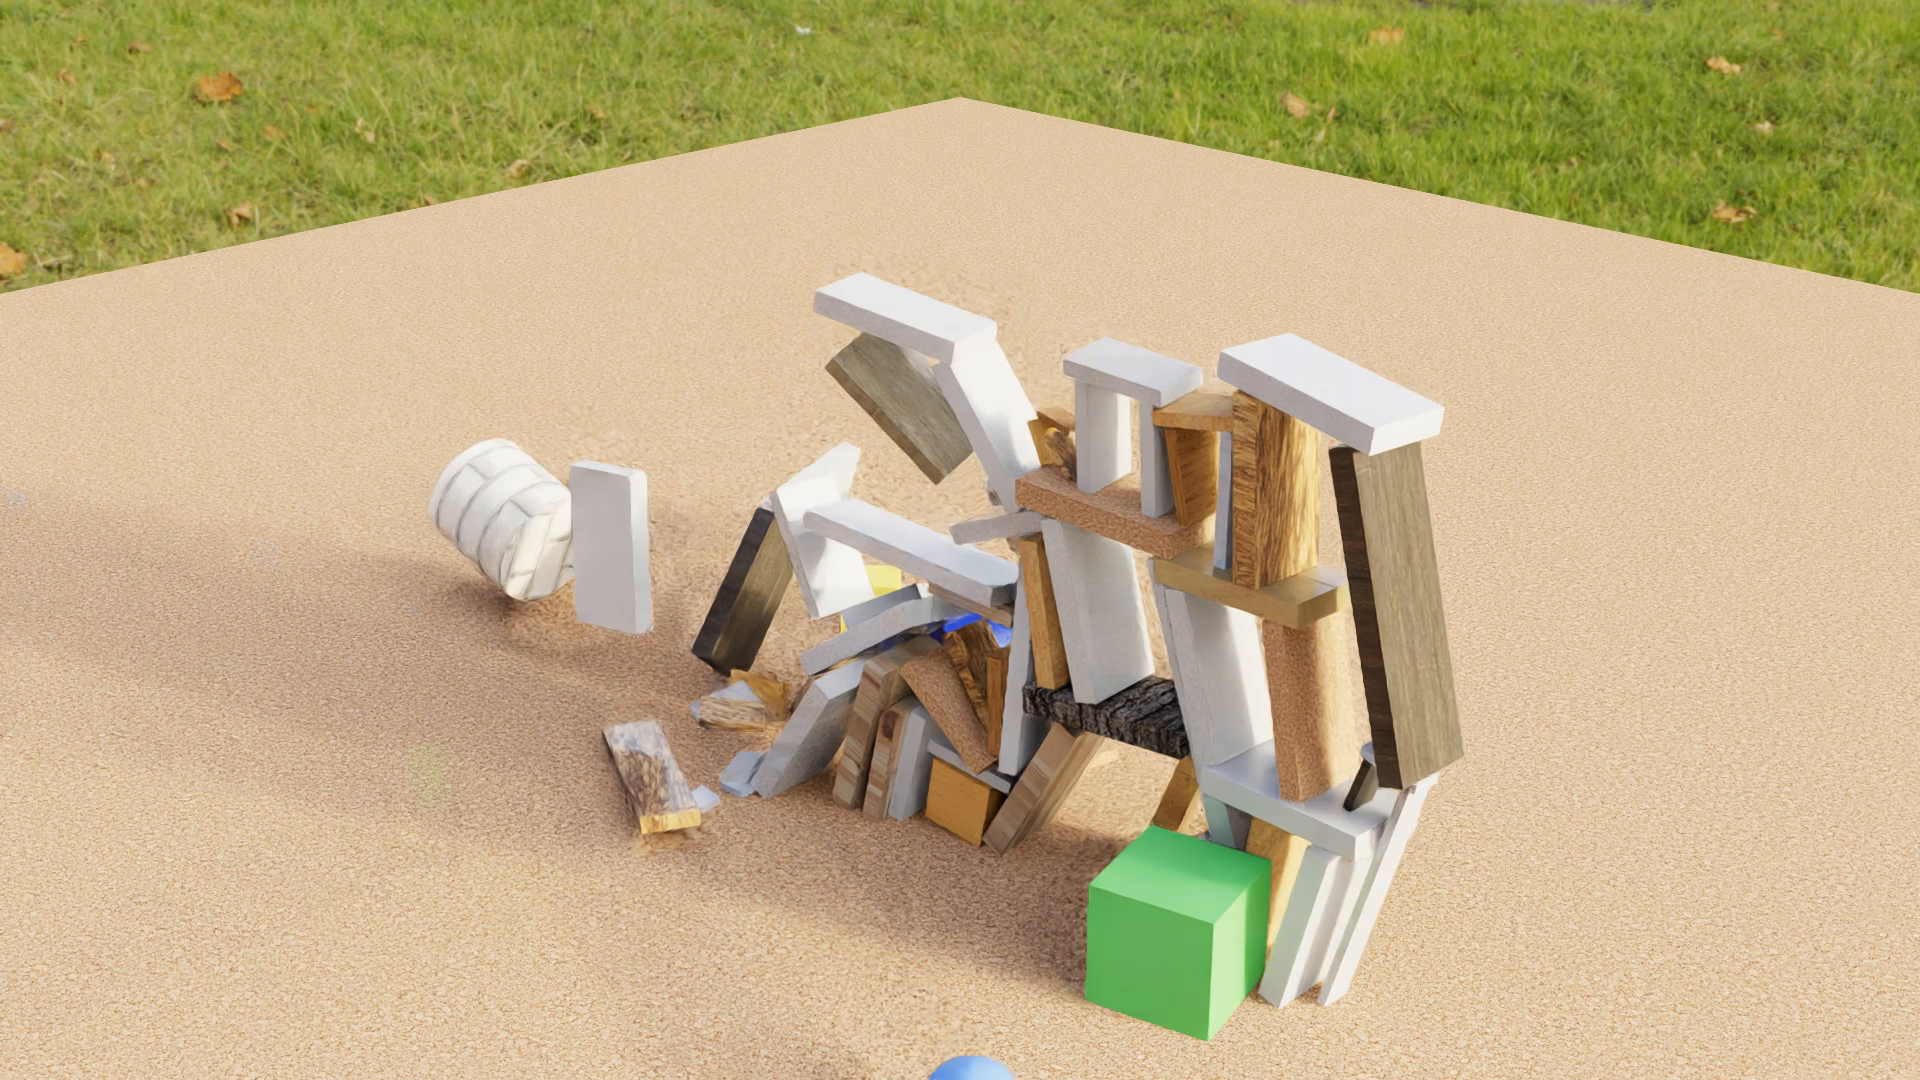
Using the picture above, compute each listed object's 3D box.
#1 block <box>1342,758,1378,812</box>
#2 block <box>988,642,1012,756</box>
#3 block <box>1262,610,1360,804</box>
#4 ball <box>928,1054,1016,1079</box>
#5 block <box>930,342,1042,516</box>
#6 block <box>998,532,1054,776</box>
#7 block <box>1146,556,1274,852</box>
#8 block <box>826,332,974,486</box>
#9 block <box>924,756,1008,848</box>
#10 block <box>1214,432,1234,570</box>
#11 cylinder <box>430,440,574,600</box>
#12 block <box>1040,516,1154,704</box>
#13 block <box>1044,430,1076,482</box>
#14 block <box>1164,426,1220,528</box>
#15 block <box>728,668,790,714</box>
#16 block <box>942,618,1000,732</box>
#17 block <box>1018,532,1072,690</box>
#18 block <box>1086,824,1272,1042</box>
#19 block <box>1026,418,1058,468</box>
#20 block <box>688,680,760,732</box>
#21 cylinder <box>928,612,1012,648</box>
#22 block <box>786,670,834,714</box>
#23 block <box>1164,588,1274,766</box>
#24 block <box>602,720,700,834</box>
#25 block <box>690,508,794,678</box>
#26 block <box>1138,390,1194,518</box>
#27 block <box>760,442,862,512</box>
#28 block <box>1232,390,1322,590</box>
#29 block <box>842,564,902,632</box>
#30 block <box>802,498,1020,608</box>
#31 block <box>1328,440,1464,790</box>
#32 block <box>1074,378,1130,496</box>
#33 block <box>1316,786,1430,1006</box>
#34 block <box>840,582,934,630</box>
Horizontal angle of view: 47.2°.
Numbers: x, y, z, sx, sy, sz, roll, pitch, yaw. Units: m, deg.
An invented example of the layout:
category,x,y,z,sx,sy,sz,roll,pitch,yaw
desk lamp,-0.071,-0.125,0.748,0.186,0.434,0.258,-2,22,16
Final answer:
category,x,y,z,sx,sy,sz,roll,pitch,yaw
block,0.682,0.397,3.668,0.059,0.119,0.017,-20,49,-38
block,0.094,0.304,4.235,0.029,0.204,0.102,14,26,32
block,0.595,0.269,3.719,0.158,0.316,0.045,-20,18,-39
ball,0.019,0.893,3.439,0.170,0.170,0.170,0,23,0
block,0.080,-0.211,4.124,0.044,0.313,0.157,-31,-5,42
block,0.150,0.211,4.221,0.041,0.469,0.144,13,13,31
block,0.472,0.292,3.954,0.050,0.587,0.176,-6,11,44
block,-0.095,-0.269,4.237,0.313,0.044,0.157,46,57,1
block,0.035,0.497,4.383,0.139,0.139,0.139,26,33,29
block,0.475,-0.080,3.714,0.093,0.251,0.026,-21,33,-38
cylinder,-1.072,-0.049,5.282,0.283,0.283,0.283,37,40,29
block,0.255,0.106,4.049,0.050,0.352,0.176,1,18,44
block,0.194,-0.154,3.980,0.046,0.093,0.013,-24,-9,-40
block,0.404,-0.126,3.777,0.093,0.186,0.026,-27,28,-32
block,-0.450,0.336,4.880,0.141,0.071,0.020,14,-1,26
block,0.050,0.262,4.310,0.102,0.204,0.029,-22,-4,-44
block,0.188,0.119,4.116,0.041,0.288,0.144,7,22,40
block,0.382,0.683,3.847,0.236,0.236,0.236,13,26,28
block,0.159,-0.180,4.031,0.046,0.013,0.093,-10,68,-21
block,-0.516,0.364,4.825,0.141,0.020,0.071,-24,56,-32
cylinder,0.058,0.268,4.755,0.292,0.292,0.292,-16,28,-34
block,-0.290,0.316,4.709,0.141,0.040,0.282,-51,8,-13
block,0.459,0.218,3.862,0.158,0.316,0.045,-19,12,-38
block,-0.639,0.481,4.517,0.117,0.033,0.503,-7,18,-16
block,-0.474,0.126,4.966,0.051,0.360,0.180,17,-14,26
block,0.359,-0.159,3.810,0.031,0.221,0.111,21,36,39
block,-0.386,-0.088,5.482,0.051,0.180,0.470,24,27,13
block,0.526,-0.099,3.645,0.166,0.332,0.047,-18,25,-39
block,-0.212,0.145,5.254,0.129,0.129,0.129,2,23,4
block,-0.081,0.021,4.382,0.538,0.040,0.141,22,25,40
block,0.698,0.106,3.505,0.166,0.557,0.047,-20,14,-39
block,0.253,-0.202,3.897,0.031,0.221,0.111,24,40,38
block,0.697,0.599,3.720,0.059,0.505,0.017,-20,46,-38
block,-0.134,0.141,4.572,0.165,0.047,0.330,-20,-4,7
